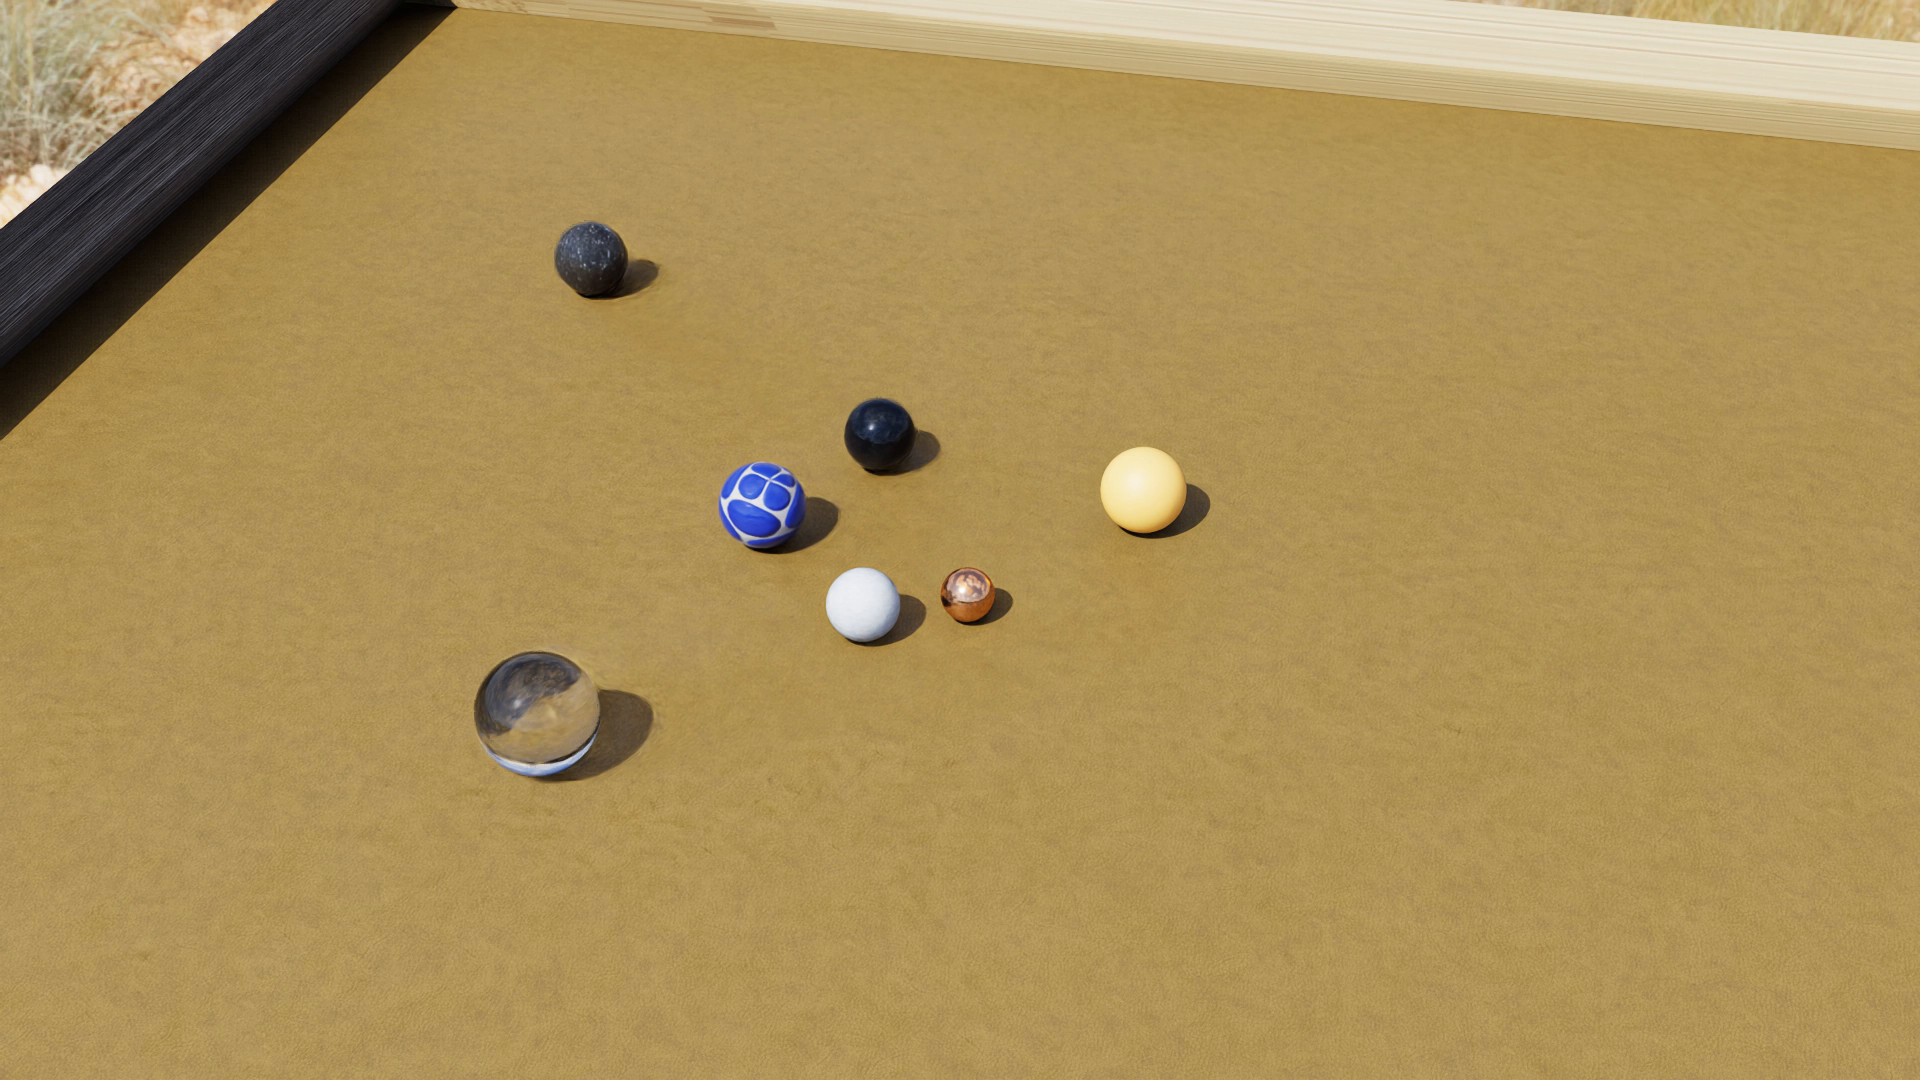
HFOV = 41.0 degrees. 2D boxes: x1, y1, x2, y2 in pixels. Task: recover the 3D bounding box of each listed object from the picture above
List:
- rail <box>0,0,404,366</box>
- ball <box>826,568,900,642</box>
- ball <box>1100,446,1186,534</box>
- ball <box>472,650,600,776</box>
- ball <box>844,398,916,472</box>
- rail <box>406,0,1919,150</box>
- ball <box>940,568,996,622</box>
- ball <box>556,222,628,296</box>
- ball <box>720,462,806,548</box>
[{"bbox_3d":[-0.862,-0.139,2.164,0.045,0.115,1.978,8,35,11],"label":"rail"},{"bbox_3d":[-0.073,0.049,1.939,0.057,0.057,0.057,0,34,0],"label":"ball"},{"bbox_3d":[0.147,-0.040,2.059,0.069,0.069,0.069,0,34,0],"label":"ball"},{"bbox_3d":[-0.297,0.122,1.801,0.089,0.089,0.089,0,34,0],"label":"ball"},{"bbox_3d":[-0.067,-0.088,2.138,0.060,0.060,0.060,0,34,0],"label":"ball"},{"bbox_3d":[1.114,-0.424,2.587,3.643,0.115,0.045,8,35,11],"label":"rail"},{"bbox_3d":[0.006,0.042,1.962,0.042,0.042,0.042,0,34,0],"label":"ball"},{"bbox_3d":[-0.343,-0.262,2.391,0.068,0.068,0.068,0,34,0],"label":"ball"},{"bbox_3d":[-0.157,-0.028,2.041,0.069,0.069,0.069,0,34,0],"label":"ball"}]
